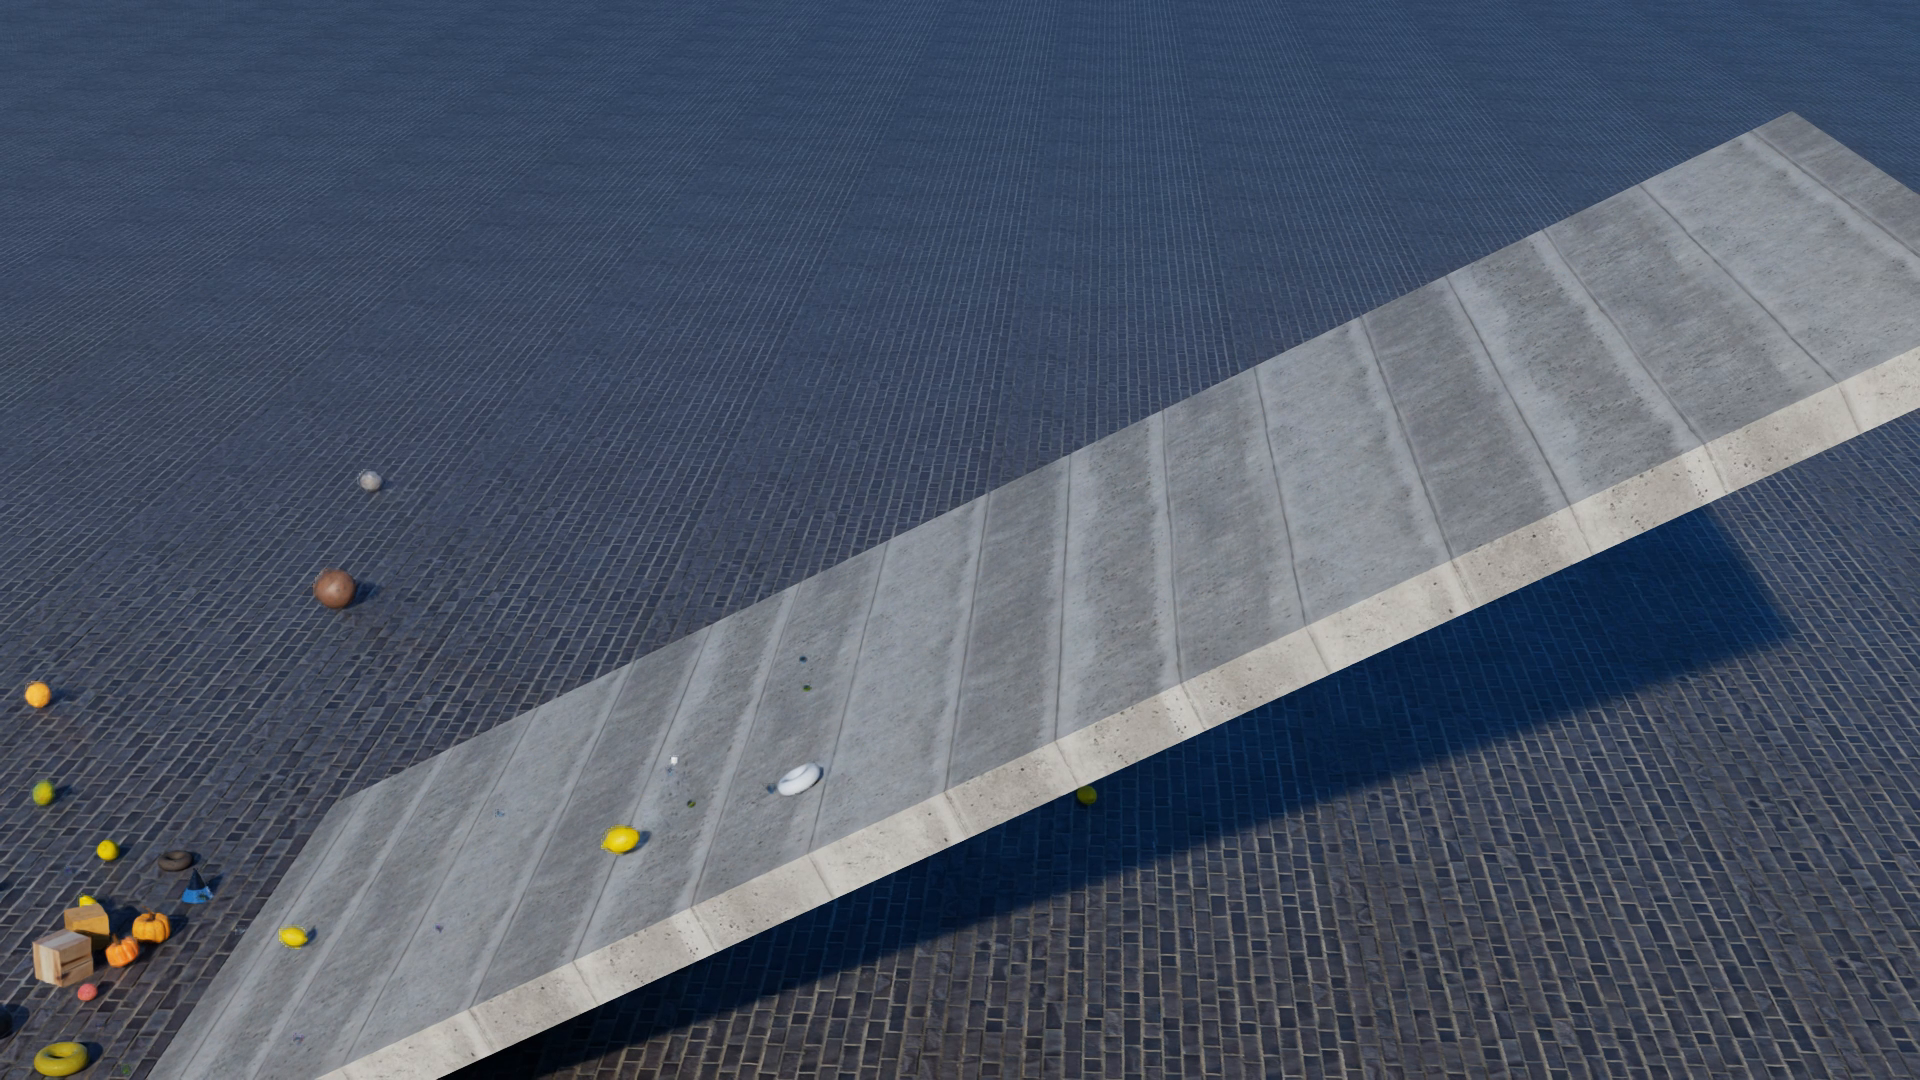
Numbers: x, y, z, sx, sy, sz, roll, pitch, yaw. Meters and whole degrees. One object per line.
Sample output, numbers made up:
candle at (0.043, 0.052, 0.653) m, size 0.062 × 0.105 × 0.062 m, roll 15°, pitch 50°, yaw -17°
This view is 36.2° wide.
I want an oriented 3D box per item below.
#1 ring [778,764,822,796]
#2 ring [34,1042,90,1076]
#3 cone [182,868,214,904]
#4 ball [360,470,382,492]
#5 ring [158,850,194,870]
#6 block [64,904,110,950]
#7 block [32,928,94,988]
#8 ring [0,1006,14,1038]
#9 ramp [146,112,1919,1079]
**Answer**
ring at (-0.315, 0.470, 5.768) m, size 0.094 × 0.031 × 0.094 m, roll -27°, pitch 13°, yaw 7°
ring at (-1.937, 1.120, 6.346) m, size 0.117 × 0.039 × 0.117 m, roll -1°, pitch 18°, yaw 0°
cone at (-1.873, 0.840, 7.214) m, size 0.076 × 0.076 × 0.076 m, roll 0°, pitch 17°, yaw 0°
ball at (-2.146, -0.213, 10.725) m, size 0.081 × 0.081 × 0.081 m, roll 0°, pitch 17°, yaw 0°
ring at (-1.975, 0.808, 7.406) m, size 0.088 × 0.029 × 0.088 m, roll -1°, pitch 17°, yaw 0°
block at (-2.061, 0.917, 6.946) m, size 0.082 × 0.082 × 0.082 m, roll -10°, pitch 19°, yaw -29°
block at (-2.066, 0.964, 6.777) m, size 0.091 × 0.091 × 0.091 m, roll 11°, pitch 20°, yaw 32°
ring at (-2.168, 1.070, 6.497) m, size 0.147 × 0.049 × 0.147 m, roll 0°, pitch 15°, yaw 0°
ramp at (0.139, 0.168, 6.281) m, size 4.000 × 0.100 × 2.000 m, roll -25°, pitch 14°, yaw 10°
